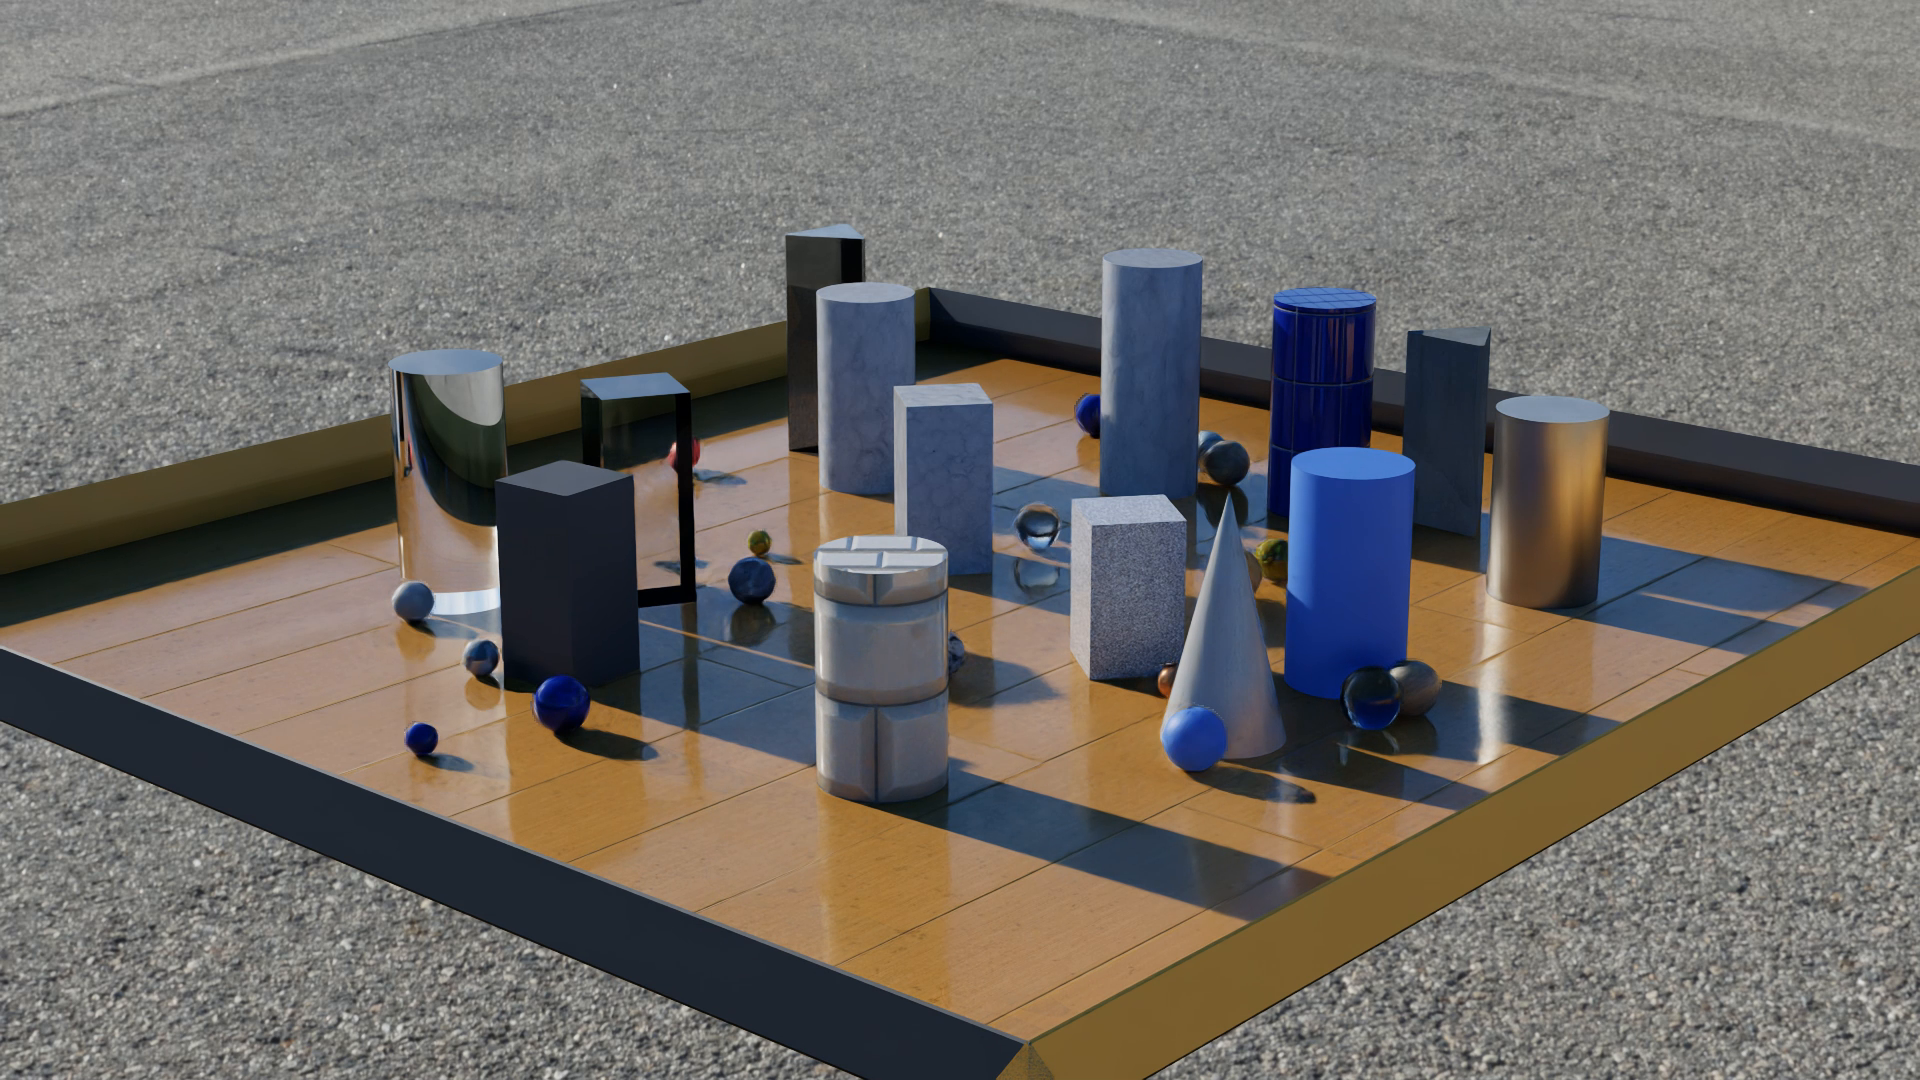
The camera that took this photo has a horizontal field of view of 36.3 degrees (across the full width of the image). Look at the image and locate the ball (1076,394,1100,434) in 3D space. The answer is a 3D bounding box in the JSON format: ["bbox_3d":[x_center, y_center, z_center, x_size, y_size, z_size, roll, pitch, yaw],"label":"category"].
[{"bbox_3d":[0.286,-0.265,6.174,0.086,0.086,0.086,0,17,0],"label":"ball"}]

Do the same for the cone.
[{"bbox_3d":[0.399,0.111,4.400,0.193,0.390,0.193,0,17,0],"label":"cone"}]

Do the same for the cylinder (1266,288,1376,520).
[{"bbox_3d":[0.688,-0.259,5.588,0.193,0.413,0.193,0,17,0],"label":"cylinder"}]

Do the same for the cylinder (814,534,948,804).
[{"bbox_3d":[-0.113,0.184,4.238,0.193,0.344,0.193,0,17,0],"label":"cylinder"}]

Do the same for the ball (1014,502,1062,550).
[{"bbox_3d":[0.142,-0.025,5.381,0.086,0.086,0.086,0,17,0],"label":"ball"}]

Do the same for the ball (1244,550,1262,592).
[{"bbox_3d":[0.476,0.060,5.084,0.095,0.095,0.095,0,17,0],"label":"ball"}]

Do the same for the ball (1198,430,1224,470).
[{"bbox_3d":[0.498,-0.180,5.904,0.080,0.080,0.080,0,17,0],"label":"ball"}]

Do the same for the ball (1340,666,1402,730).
[{"bbox_3d":[0.628,0.242,4.478,0.097,0.097,0.097,0,17,0],"label":"ball"}]

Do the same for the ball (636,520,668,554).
[{"bbox_3d":[-0.567,-0.005,5.353,0.064,0.064,0.064,0,17,0],"label":"ball"}]

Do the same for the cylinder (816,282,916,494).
[{"bbox_3d":[-0.184,-0.300,5.779,0.193,0.382,0.193,0,17,0],"label":"cylinder"}]

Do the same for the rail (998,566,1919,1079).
[{"bbox_3d":[1.013,0.285,4.279,0.045,0.126,2.917,14,22,39],"label":"rail"}]

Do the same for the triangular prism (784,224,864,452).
[{"bbox_3d":[-0.254,-0.415,6.039,0.167,0.452,0.145,5,17,15],"label":"triangular prism"}]

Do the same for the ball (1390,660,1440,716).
[{"bbox_3d":[0.699,0.229,4.535,0.087,0.087,0.087,0,17,0],"label":"ball"}]

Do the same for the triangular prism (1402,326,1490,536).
[{"bbox_3d":[0.946,-0.213,5.523,0.167,0.364,0.145,16,23,42],"label":"triangular prism"}]

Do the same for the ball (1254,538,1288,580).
[{"bbox_3d":[0.559,0.034,5.200,0.076,0.076,0.076,0,17,0],"label":"ball"}]

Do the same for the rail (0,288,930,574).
[{"bbox_3d":[-1.013,-0.223,5.962,0.045,0.126,2.917,14,22,39],"label":"rail"}]

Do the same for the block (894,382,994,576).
[{"bbox_3d":[-0.030,-0.109,5.266,0.155,0.313,0.155,-3,17,-9],"label":"block"}]

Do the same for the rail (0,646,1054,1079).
[{"bbox_3d":[-0.941,0.344,4.083,2.729,0.126,0.045,14,22,39],"label":"rail"}]

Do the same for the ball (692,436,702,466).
[{"bbox_3d":[-0.561,-0.179,5.903,0.078,0.078,0.078,0,17,0],"label":"ball"}]

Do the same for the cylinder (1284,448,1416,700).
[{"bbox_3d":[0.617,0.052,4.651,0.193,0.360,0.193,0,17,0],"label":"cylinder"}]

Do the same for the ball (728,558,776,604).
[{"bbox_3d":[-0.360,0.070,5.073,0.081,0.081,0.081,0,17,0],"label":"ball"}]

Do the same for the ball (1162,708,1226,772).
[{"bbox_3d":[0.345,0.293,4.312,0.094,0.094,0.094,0,17,0],"label":"ball"}]

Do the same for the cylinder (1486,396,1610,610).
[{"bbox_3d":[1.020,-0.067,5.093,0.193,0.331,0.193,0,17,0],"label":"cylinder"}]

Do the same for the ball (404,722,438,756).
[{"bbox_3d":[-0.803,0.297,4.377,0.049,0.049,0.049,0,17,0],"label":"ball"}]

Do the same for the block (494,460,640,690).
[{"bbox_3d":[-0.627,0.057,4.692,0.155,0.326,0.155,12,21,35],"label":"block"}]

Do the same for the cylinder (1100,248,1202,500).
[{"bbox_3d":[0.371,-0.324,5.720,0.193,0.461,0.193,0,17,0],"label":"cylinder"}]

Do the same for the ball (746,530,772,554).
[{"bbox_3d":[-0.366,0.004,5.353,0.045,0.045,0.045,0,17,0],"label":"ball"}]

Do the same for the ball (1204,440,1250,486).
[{"bbox_3d":[0.528,-0.152,5.796,0.089,0.089,0.089,0,17,0],"label":"ball"}]

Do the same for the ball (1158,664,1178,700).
[{"bbox_3d":[0.339,0.223,4.604,0.058,0.058,0.058,0,17,0],"label":"ball"}]

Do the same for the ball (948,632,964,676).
[{"bbox_3d":[-0.029,0.182,4.712,0.075,0.075,0.075,0,17,0],"label":"ball"}]

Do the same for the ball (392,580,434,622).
[{"bbox_3d":[-0.929,0.104,4.981,0.070,0.070,0.070,0,17,0],"label":"ball"}]

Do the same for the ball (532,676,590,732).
[{"bbox_3d":[-0.607,0.250,4.466,0.087,0.087,0.087,0,17,0],"label":"ball"}]

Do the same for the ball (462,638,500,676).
[{"bbox_3d":[-0.771,0.189,4.716,0.060,0.060,0.060,0,17,0],"label":"ball"}]

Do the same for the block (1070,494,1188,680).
[{"bbox_3d":[0.271,0.075,4.749,0.155,0.259,0.155,-3,17,-9],"label":"block"}]

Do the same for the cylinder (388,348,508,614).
[{"bbox_3d":[-0.876,-0.102,5.054,0.193,0.421,0.193,0,17,0],"label":"cylinder"}]

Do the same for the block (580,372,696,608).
[{"bbox_3d":[-0.557,-0.085,5.080,0.155,0.374,0.155,-6,18,-20],"label":"block"}]

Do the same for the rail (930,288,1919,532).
[{"bbox_3d":[0.941,-0.282,6.158,2.729,0.126,0.045,14,22,39],"label":"rail"}]
